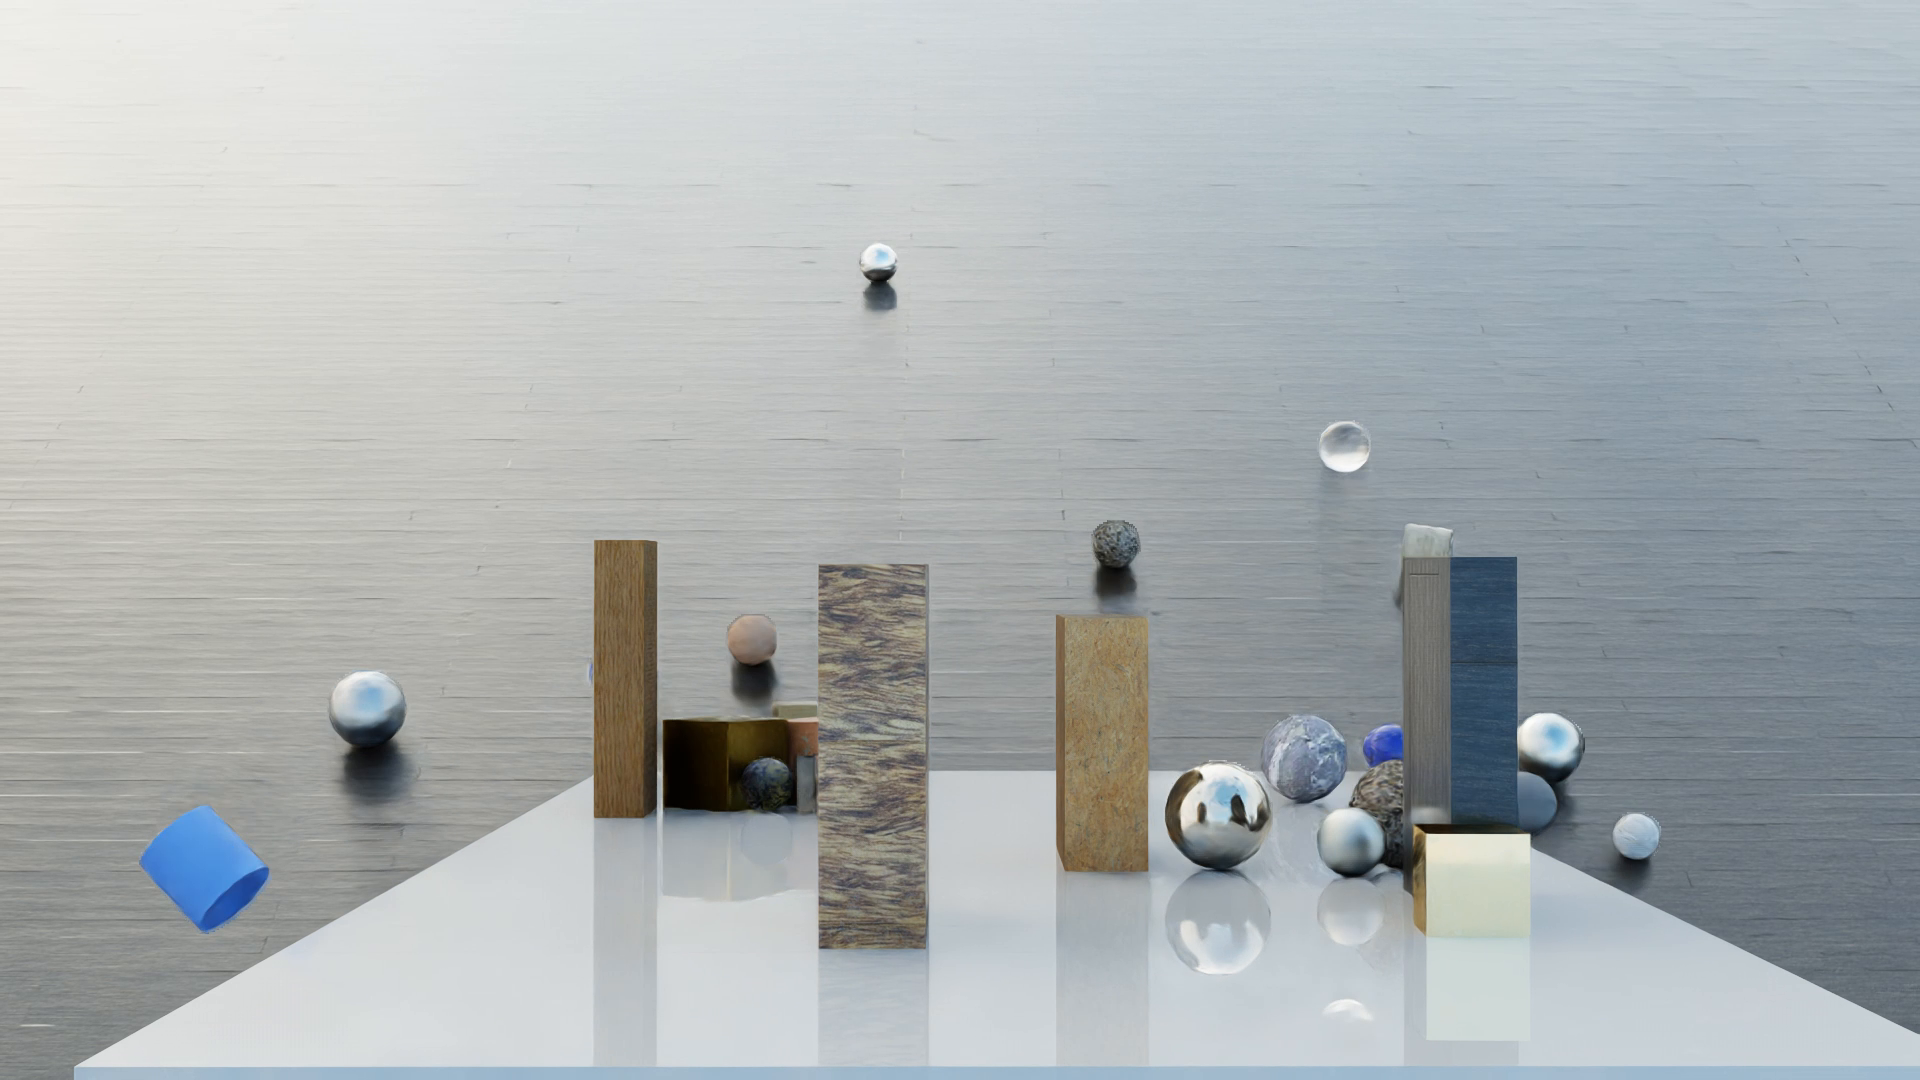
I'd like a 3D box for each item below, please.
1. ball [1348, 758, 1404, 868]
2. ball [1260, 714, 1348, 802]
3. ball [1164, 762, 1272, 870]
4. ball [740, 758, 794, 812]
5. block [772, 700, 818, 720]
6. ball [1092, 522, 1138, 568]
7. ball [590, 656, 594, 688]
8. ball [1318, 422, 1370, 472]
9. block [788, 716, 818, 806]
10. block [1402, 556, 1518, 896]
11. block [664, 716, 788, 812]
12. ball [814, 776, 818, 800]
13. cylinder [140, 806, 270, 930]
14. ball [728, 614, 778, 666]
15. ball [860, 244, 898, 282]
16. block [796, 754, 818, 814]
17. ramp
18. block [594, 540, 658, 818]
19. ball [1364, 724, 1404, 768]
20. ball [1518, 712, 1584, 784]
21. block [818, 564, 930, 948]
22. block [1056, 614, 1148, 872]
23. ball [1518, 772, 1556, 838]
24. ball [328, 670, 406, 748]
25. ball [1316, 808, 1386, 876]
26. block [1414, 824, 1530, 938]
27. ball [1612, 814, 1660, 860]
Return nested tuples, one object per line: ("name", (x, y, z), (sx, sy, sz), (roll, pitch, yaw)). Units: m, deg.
("ball", (0.773, 0.477, 4.513), (0.191, 0.191, 0.191), (0, 32, 0))
("ball", (0.773, 0.490, 5.822), (0.195, 0.195, 0.195), (0, 32, 0))
("ball", (0.450, 0.480, 4.513), (0.186, 0.186, 0.186), (0, 32, 0))
("ball", (-0.417, 0.527, 5.588), (0.115, 0.115, 0.115), (0, 32, 0))
("block", (-0.366, 0.501, 6.465), (0.189, 0.189, 0.189), (0, -1, -9))
("ball", (0.461, 0.014, 7.684), (0.138, 0.138, 0.138), (0, 32, 0))
("ball", (-0.924, 0.361, 7.087), (0.179, 0.179, 0.179), (0, 32, 0))
("ball", (1.210, -0.293, 8.155), (0.162, 0.162, 0.162), (0, 32, 0))
("block", (-0.290, 0.495, 5.792), (0.185, 0.185, 0.185), (0, -1, 29))
("block", (0.772, 0.297, 4.019), (0.099, 0.539, 0.408), (0, -1, 0))
("block", (-0.516, 0.491, 5.711), (0.192, 0.192, 0.192), (-1, -1, 38))
("ball", (-0.237, 0.517, 5.408), (0.131, 0.131, 0.131), (0, 32, 0))
("cylinder", (-1.779, 0.773, 6.109), (0.208, 0.208, 0.208), (44, 45, 10))
("ball", (-0.581, 0.279, 7.253), (0.142, 0.142, 0.142), (0, 32, 0))
("ball", (-0.291, -0.993, 9.304), (0.139, 0.139, 0.139), (0, 32, 0))
("block", (-0.265, 0.524, 5.569), (0.122, 0.122, 0.122), (0, -1, 34))
("ramp", (0.071, 0.625, 4.714), (2.000, 0.100, 4.000), (0, -1, 0))
("block", (-0.717, 0.293, 5.569), (0.105, 0.584, 0.240), (0, -1, 0))
("ball", (1.081, 0.529, 6.517), (0.134, 0.134, 0.134), (0, 32, 0))
("ball", (1.537, 0.545, 6.784), (0.186, 0.186, 0.186), (0, 32, 0))
("block", (-0.121, 0.300, 3.779), (0.147, 0.529, 0.438), (0, -1, 0))
("block", (0.253, 0.356, 4.679), (0.144, 0.437, 0.409), (0, -1, 0))
("ball", (1.277, 0.600, 5.875), (0.149, 0.149, 0.149), (0, 32, 0))
("ball", (-1.582, 0.451, 6.919), (0.204, 0.204, 0.204), (0, 32, 0))
("ball", (0.664, 0.512, 4.401), (0.117, 0.117, 0.117), (0, 32, 0))
("block", (0.737, 0.490, 3.739), (0.146, 0.146, 0.146), (0, -1, 3))
("ball", (1.703, 0.746, 6.527), (0.115, 0.115, 0.115), (0, 32, 0))
